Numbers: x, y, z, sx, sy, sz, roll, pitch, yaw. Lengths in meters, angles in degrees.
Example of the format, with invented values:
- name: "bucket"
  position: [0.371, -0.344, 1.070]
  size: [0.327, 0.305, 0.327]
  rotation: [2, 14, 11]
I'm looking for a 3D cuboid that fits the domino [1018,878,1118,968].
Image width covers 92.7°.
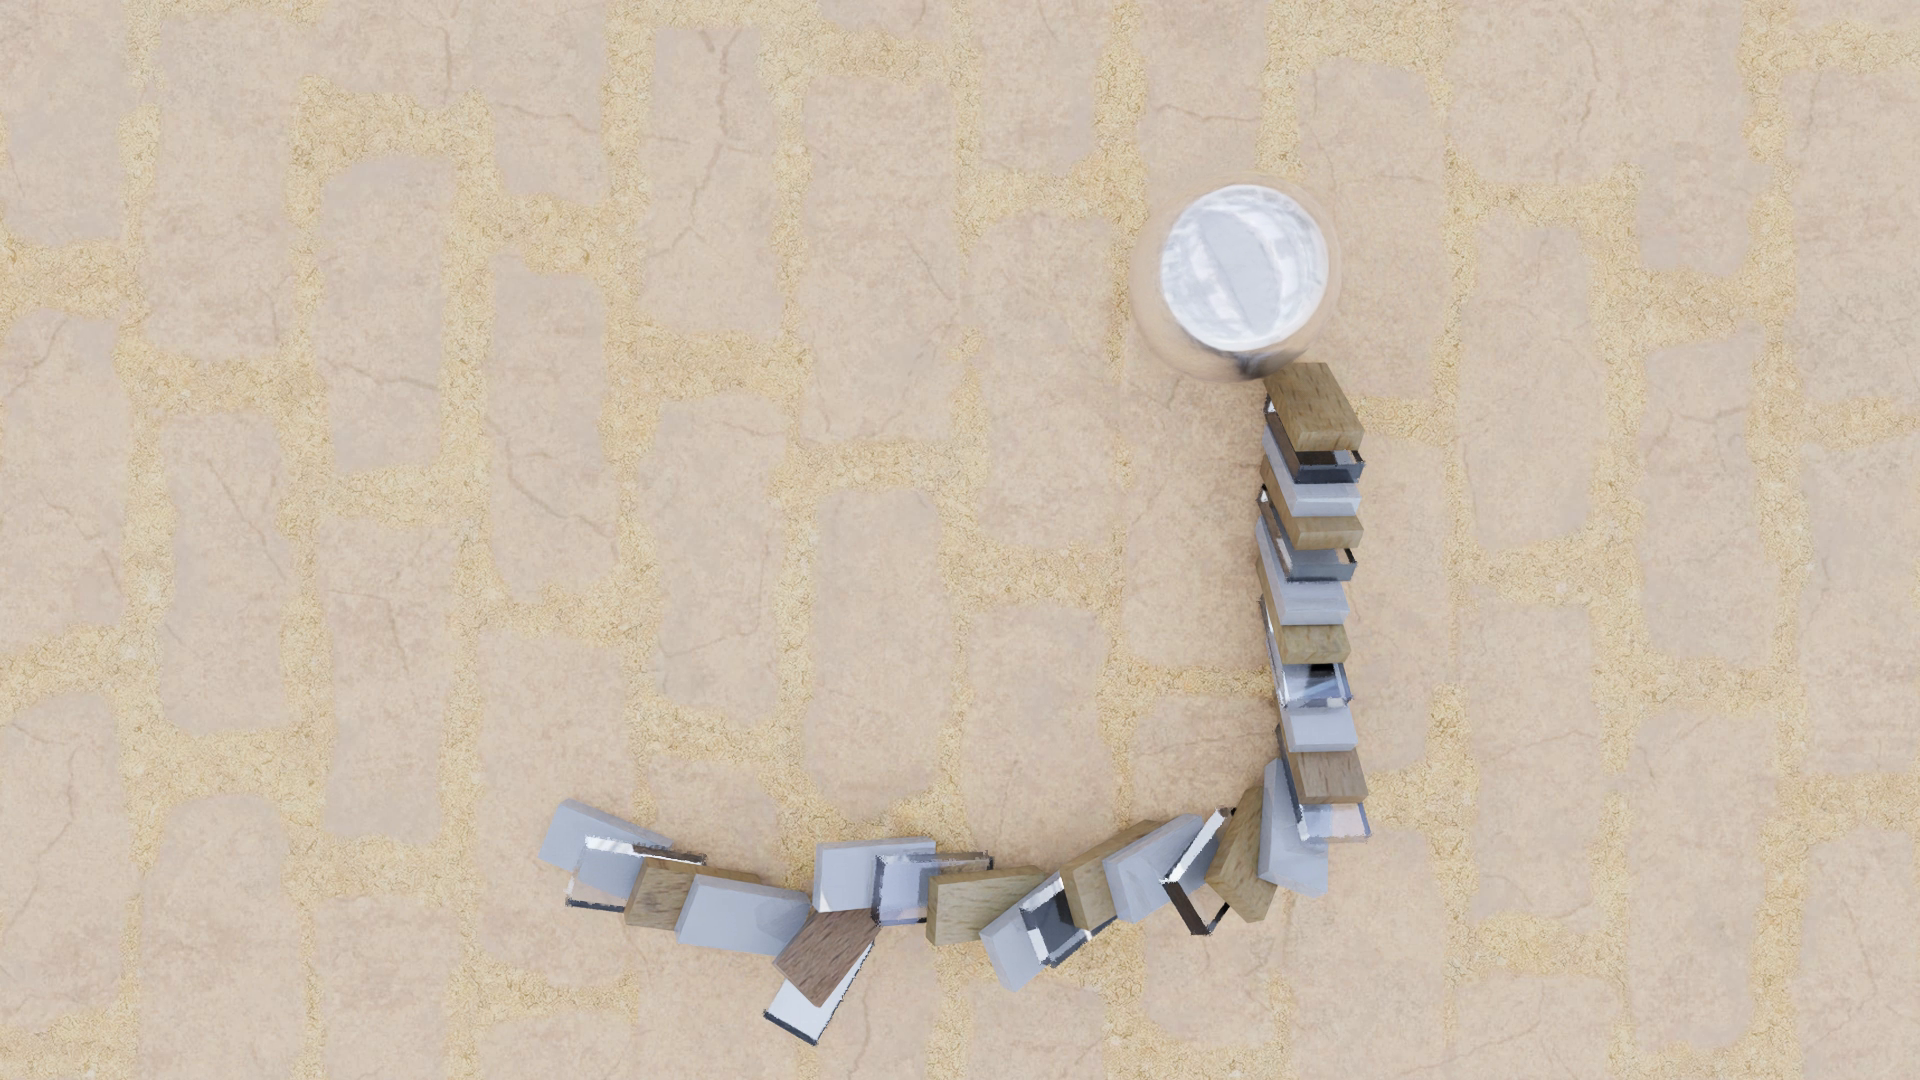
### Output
- name: "domino"
  position: [0.050, 0.152, 0.382]
  size: [0.050, 0.010, 0.025]
  rotation: [-23, 94, -32]

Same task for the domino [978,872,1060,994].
- name: "domino"
  position: [0.034, 0.161, 0.382]
  size: [0.050, 0.009, 0.025]
  rotation: [-25, 95, -32]

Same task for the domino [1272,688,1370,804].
- name: "domino"
  position: [0.149, 0.084, 0.382]
  size: [0.025, 0.010, 0.050]
  rotation: [-2, 55, 0]

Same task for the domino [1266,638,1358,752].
- name: "domino"
  position: [0.146, 0.063, 0.383]
  size: [0.025, 0.009, 0.050]
  rotation: [-1, 58, 0]

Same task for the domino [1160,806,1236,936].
- name: "domino"
  position: [0.106, 0.136, 0.380]
  size: [0.050, 0.010, 0.025]
  rotation: [-31, 90, -41]

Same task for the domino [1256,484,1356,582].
- name: "domino"
  position: [0.142, -0.004, 0.378]
  size: [0.025, 0.050, 0.009]
  rotation: [-1, 133, 0]

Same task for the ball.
- name: "ball"
  position: [0.107, -0.102, 0.360]
  size: [0.080, 0.080, 0.080]
  rotation: [0, 90, 0]

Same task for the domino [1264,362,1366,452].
- name: "domino"
  position: [0.145, -0.056, 0.378]
  size: [0.025, 0.050, 0.010]
  rotation: [-1, 133, 0]

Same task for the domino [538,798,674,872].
- name: "domino"
  position: [-0.152, 0.133, 0.395]
  size: [0.050, 0.009, 0.025]
  rotation: [22, 90, 0]

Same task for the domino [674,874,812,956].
- name: "domino"
  position: [-0.091, 0.158, 0.385]
  size: [0.050, 0.010, 0.025]
  rotation: [21, 90, -26]

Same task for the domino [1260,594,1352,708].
- name: "domino"
  position: [0.144, 0.045, 0.383]
  size: [0.025, 0.010, 0.050]
  rotation: [-2, 58, 0]

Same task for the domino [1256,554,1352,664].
- name: "domino"
  position: [0.142, 0.027, 0.381]
  size: [0.025, 0.010, 0.050]
  rotation: [-2, 52, 0]

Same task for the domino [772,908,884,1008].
- name: "domino"
  position: [-0.051, 0.165, 0.383]
  size: [0.025, 0.009, 0.050]
  rotation: [45, 58, 0]

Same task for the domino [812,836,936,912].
- name: "domino"
  position: [-0.036, 0.140, 0.384]
  size: [0.050, 0.010, 0.025]
  rotation: [5, 86, -25]

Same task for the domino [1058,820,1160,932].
- name: "domino"
  position: [0.066, 0.139, 0.383]
  size: [0.050, 0.009, 0.025]
  rotation: [-16, 90, -32]

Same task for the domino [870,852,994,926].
- name: "domino"
  position: [-0.011, 0.146, 0.385]
  size: [0.050, 0.010, 0.025]
  rotation: [7, 89, -25]

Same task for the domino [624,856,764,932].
- name: "domino"
  position: [-0.111, 0.151, 0.384]
  size: [0.050, 0.010, 0.025]
  rotation: [21, 90, -27]

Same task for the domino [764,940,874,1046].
- name: "domino"
  position: [-0.060, 0.188, 0.395]
  size: [0.025, 0.010, 0.050]
  rotation: [30, 90, 0]

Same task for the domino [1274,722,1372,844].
- name: "domino"
  position: [0.150, 0.100, 0.382]
  size: [0.025, 0.010, 0.050]
  rotation: [-2, 55, 0]

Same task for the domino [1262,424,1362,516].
- name: "domino"
  position: [0.144, -0.030, 0.378]
  size: [0.025, 0.050, 0.009]
  rotation: [-1, 133, 1]

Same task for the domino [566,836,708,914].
- name: "domino"
  position: [-0.135, 0.142, 0.383]
  size: [0.050, 0.010, 0.025]
  rotation: [21, 91, -27]

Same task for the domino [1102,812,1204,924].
- name: "domino"
  position: [0.084, 0.136, 0.383]
  size: [0.050, 0.009, 0.025]
  rotation: [-16, 90, -32]

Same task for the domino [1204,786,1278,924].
- name: "domino"
  position: [0.122, 0.129, 0.380]
  size: [0.025, 0.010, 0.050]
  rotation: [45, 50, 0]

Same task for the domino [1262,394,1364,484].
- name: "domino"
  position: [0.145, -0.043, 0.378]
  size: [0.025, 0.050, 0.010]
  rotation: [-1, 133, 0]

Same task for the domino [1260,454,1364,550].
- name: "domino"
  position: [0.144, -0.017, 0.378]
  size: [0.025, 0.050, 0.010]
  rotation: [-2, 133, -1]

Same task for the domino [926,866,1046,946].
- name: "domino"
  position: [0.011, 0.153, 0.385]
  size: [0.050, 0.010, 0.025]
  rotation: [4, 90, -25]

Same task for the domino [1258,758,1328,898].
- name: "domino"
  position: [0.139, 0.119, 0.381]
  size: [0.025, 0.010, 0.050]
  rotation: [21, 52, -2]

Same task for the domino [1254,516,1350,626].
- name: "domino"
  position: [0.141, 0.012, 0.380]
  size: [0.025, 0.009, 0.050]
  rotation: [-1, 51, 0]
